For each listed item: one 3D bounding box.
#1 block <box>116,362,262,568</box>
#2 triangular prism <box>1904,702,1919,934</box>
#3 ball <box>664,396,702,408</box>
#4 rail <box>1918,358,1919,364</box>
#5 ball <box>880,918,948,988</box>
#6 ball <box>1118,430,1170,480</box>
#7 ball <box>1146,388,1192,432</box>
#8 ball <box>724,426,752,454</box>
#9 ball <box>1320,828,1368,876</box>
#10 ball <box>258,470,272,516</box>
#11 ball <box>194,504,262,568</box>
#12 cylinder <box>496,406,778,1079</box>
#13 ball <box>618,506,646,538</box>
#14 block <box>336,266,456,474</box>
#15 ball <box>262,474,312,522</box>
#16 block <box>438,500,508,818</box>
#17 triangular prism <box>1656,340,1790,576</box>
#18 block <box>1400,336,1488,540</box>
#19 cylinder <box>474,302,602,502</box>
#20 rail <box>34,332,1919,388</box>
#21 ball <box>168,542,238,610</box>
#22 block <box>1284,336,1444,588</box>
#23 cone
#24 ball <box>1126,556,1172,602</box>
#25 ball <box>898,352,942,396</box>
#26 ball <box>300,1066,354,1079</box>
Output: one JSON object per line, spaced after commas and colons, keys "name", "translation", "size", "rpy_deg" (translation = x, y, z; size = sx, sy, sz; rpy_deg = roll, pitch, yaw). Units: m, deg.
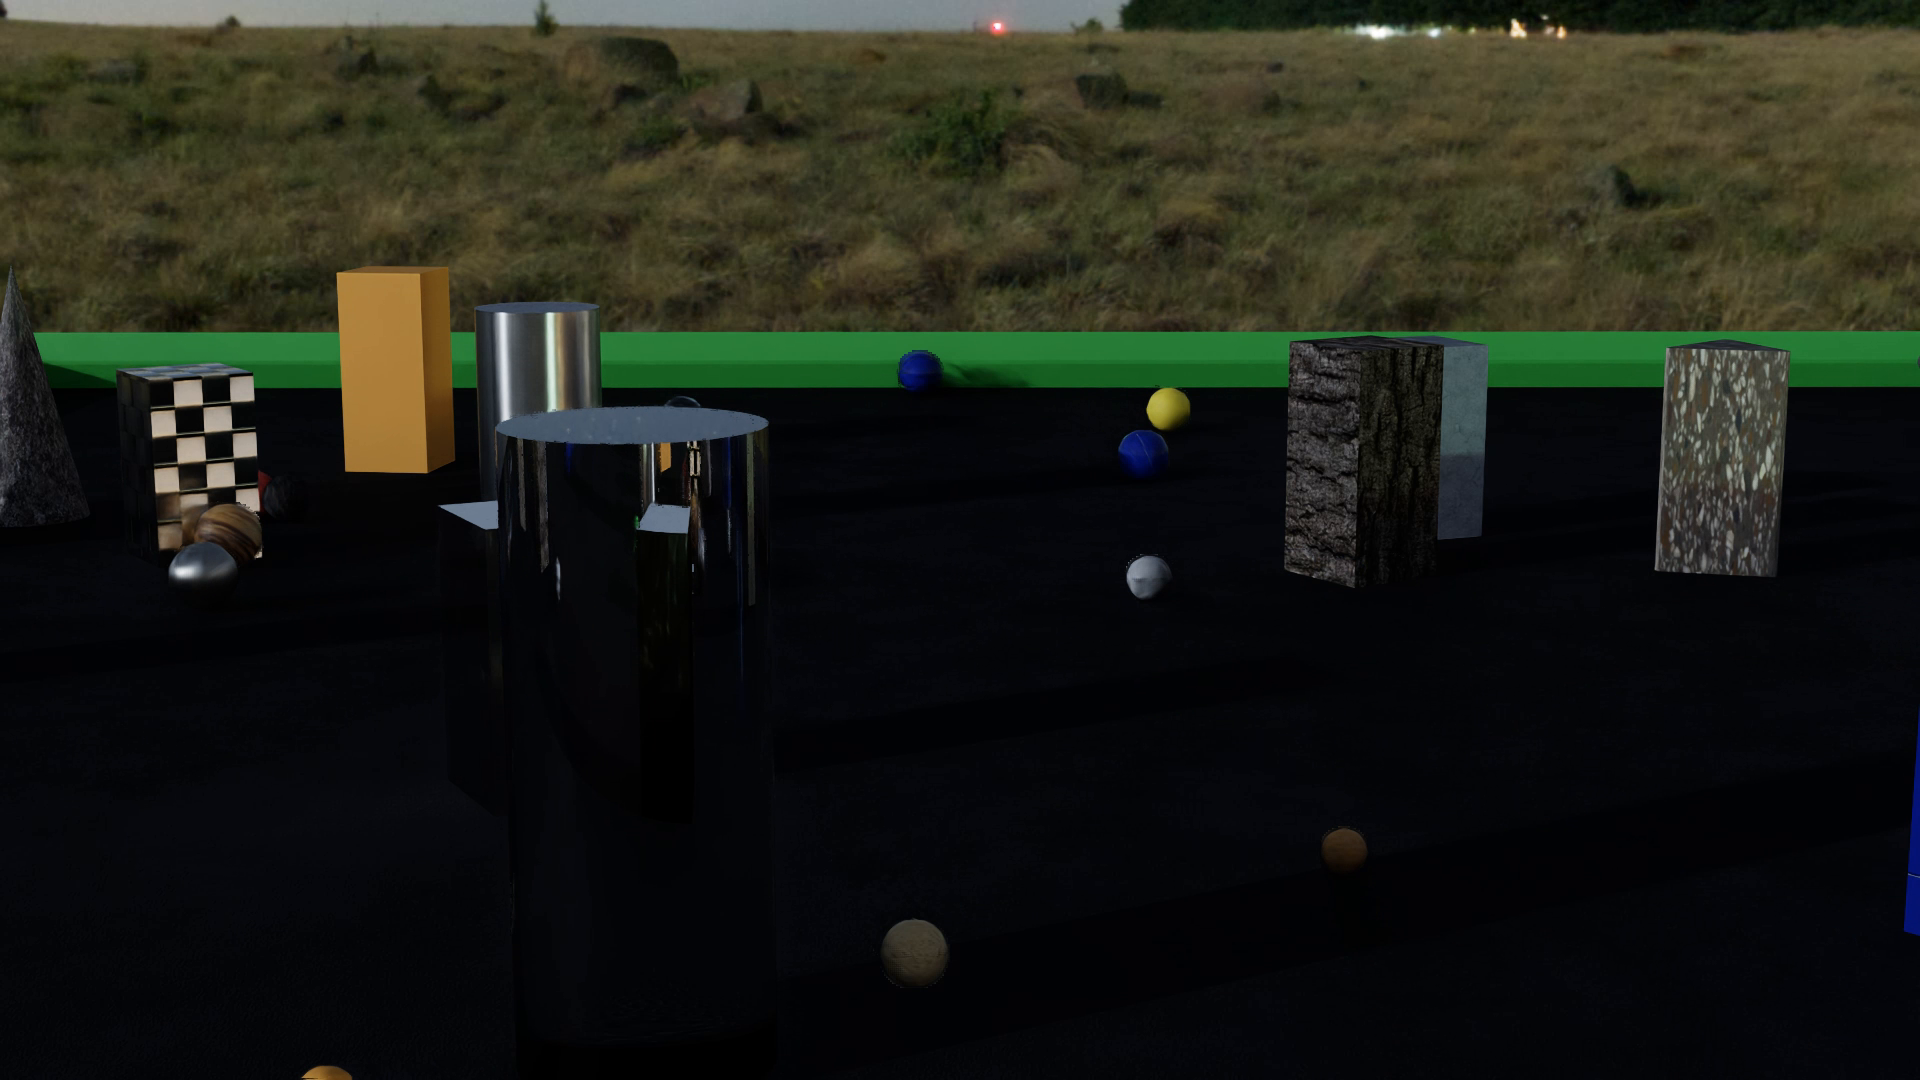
{"name": "block", "translation": [-1.149, -0.114, 3.825], "size": [0.154, 0.277, 0.154], "rpy_deg": [-7, 13, -35]}
{"name": "triangular prism", "translation": [0.910, 0.149, 2.126], "size": [0.144, 0.381, 0.166], "rpy_deg": [-7, 13, -35]}
{"name": "ball", "translation": [-0.544, -0.241, 5.034], "size": [0.084, 0.084, 0.084], "rpy_deg": [0, 11, 0]}
{"name": "rail", "translation": [2.197, 0.030, 3.462], "size": [0.045, 0.125, 4.828], "rpy_deg": [0, 11, 0]}
{"name": "ball", "translation": [-0.036, 0.330, 2.048], "size": [0.054, 0.054, 0.054], "rpy_deg": [0, 11, 0]}
{"name": "ball", "translation": [0.324, -0.150, 4.527], "size": [0.091, 0.091, 0.091], "rpy_deg": [0, 11, 0]}
{"name": "ball", "translation": [0.418, -0.260, 5.126], "size": [0.089, 0.089, 0.089], "rpy_deg": [0, 11, 0]}
{"name": "ball", "translation": [-0.418, -0.188, 4.831], "size": [0.055, 0.055, 0.055], "rpy_deg": [0, 11, 0]}
{"name": "ball", "translation": [0.349, 0.283, 2.330], "size": [0.042, 0.042, 0.042], "rpy_deg": [0, 11, 0]}
{"name": "ball", "translation": [-1.146, -0.075, 4.163], "size": [0.076, 0.076, 0.076], "rpy_deg": [0, 11, 0]}
{"name": "ball", "translation": [-1.065, -0.006, 3.737], "size": [0.096, 0.096, 0.096], "rpy_deg": [0, 11, 0]}
{"name": "cylinder", "translation": [-0.231, 0.151, 1.858], "size": [0.192, 0.474, 0.192], "rpy_deg": [0, 11, 0]}
{"name": "ball", "translation": [-0.513, -0.026, 3.965], "size": [0.053, 0.053, 0.053], "rpy_deg": [0, 11, 0]}
{"name": "block", "translation": [-1.024, -0.312, 4.667], "size": [0.154, 0.358, 0.154], "rpy_deg": [1, 11, 8]}
{"name": "ball", "translation": [-1.082, -0.067, 4.123], "size": [0.076, 0.076, 0.076], "rpy_deg": [0, 11, 0]}
{"name": "block", "translation": [-0.424, 0.112, 2.587], "size": [0.154, 0.286, 0.154], "rpy_deg": [-6, 12, -28]}
{"name": "triangular prism", "translation": [1.112, -0.124, 3.746], "size": [0.166, 0.325, 0.144], "rpy_deg": [3, 11, 16]}
{"name": "block", "translation": [0.713, -0.161, 4.015], "size": [0.154, 0.299, 0.154], "rpy_deg": [-4, 11, -22]}
{"name": "cylinder", "translation": [-0.655, -0.187, 4.006], "size": [0.192, 0.354, 0.192], "rpy_deg": [0, 11, 0]}
{"name": "rail", "translation": [-0.014, -0.405, 5.799], "size": [4.441, 0.125, 0.045], "rpy_deg": [0, 11, 0]}
{"name": "ball", "translation": [-1.021, 0.048, 3.460], "size": [0.091, 0.091, 0.091], "rpy_deg": [0, 11, 0]}
{"name": "block", "translation": [0.578, -0.116, 3.680], "size": [0.154, 0.334, 0.154], "rpy_deg": [-7, 12, -32]}
{"name": "cone", "translation": [-1.516, -0.240, 4.135], "size": [0.192, 0.411, 0.192], "rpy_deg": [0, 11, 0]}
{"name": "ball", "translation": [0.260, 0.053, 3.515], "size": [0.062, 0.062, 0.062], "rpy_deg": [0, 11, 0]}
{"name": "ball", "translation": [-0.087, -0.368, 5.686], "size": [0.096, 0.096, 0.096], "rpy_deg": [0, 11, 0]}
{"name": "ball", "translation": [-0.439, 0.386, 1.778], "size": [0.043, 0.043, 0.043], "rpy_deg": [0, 11, 0]}
